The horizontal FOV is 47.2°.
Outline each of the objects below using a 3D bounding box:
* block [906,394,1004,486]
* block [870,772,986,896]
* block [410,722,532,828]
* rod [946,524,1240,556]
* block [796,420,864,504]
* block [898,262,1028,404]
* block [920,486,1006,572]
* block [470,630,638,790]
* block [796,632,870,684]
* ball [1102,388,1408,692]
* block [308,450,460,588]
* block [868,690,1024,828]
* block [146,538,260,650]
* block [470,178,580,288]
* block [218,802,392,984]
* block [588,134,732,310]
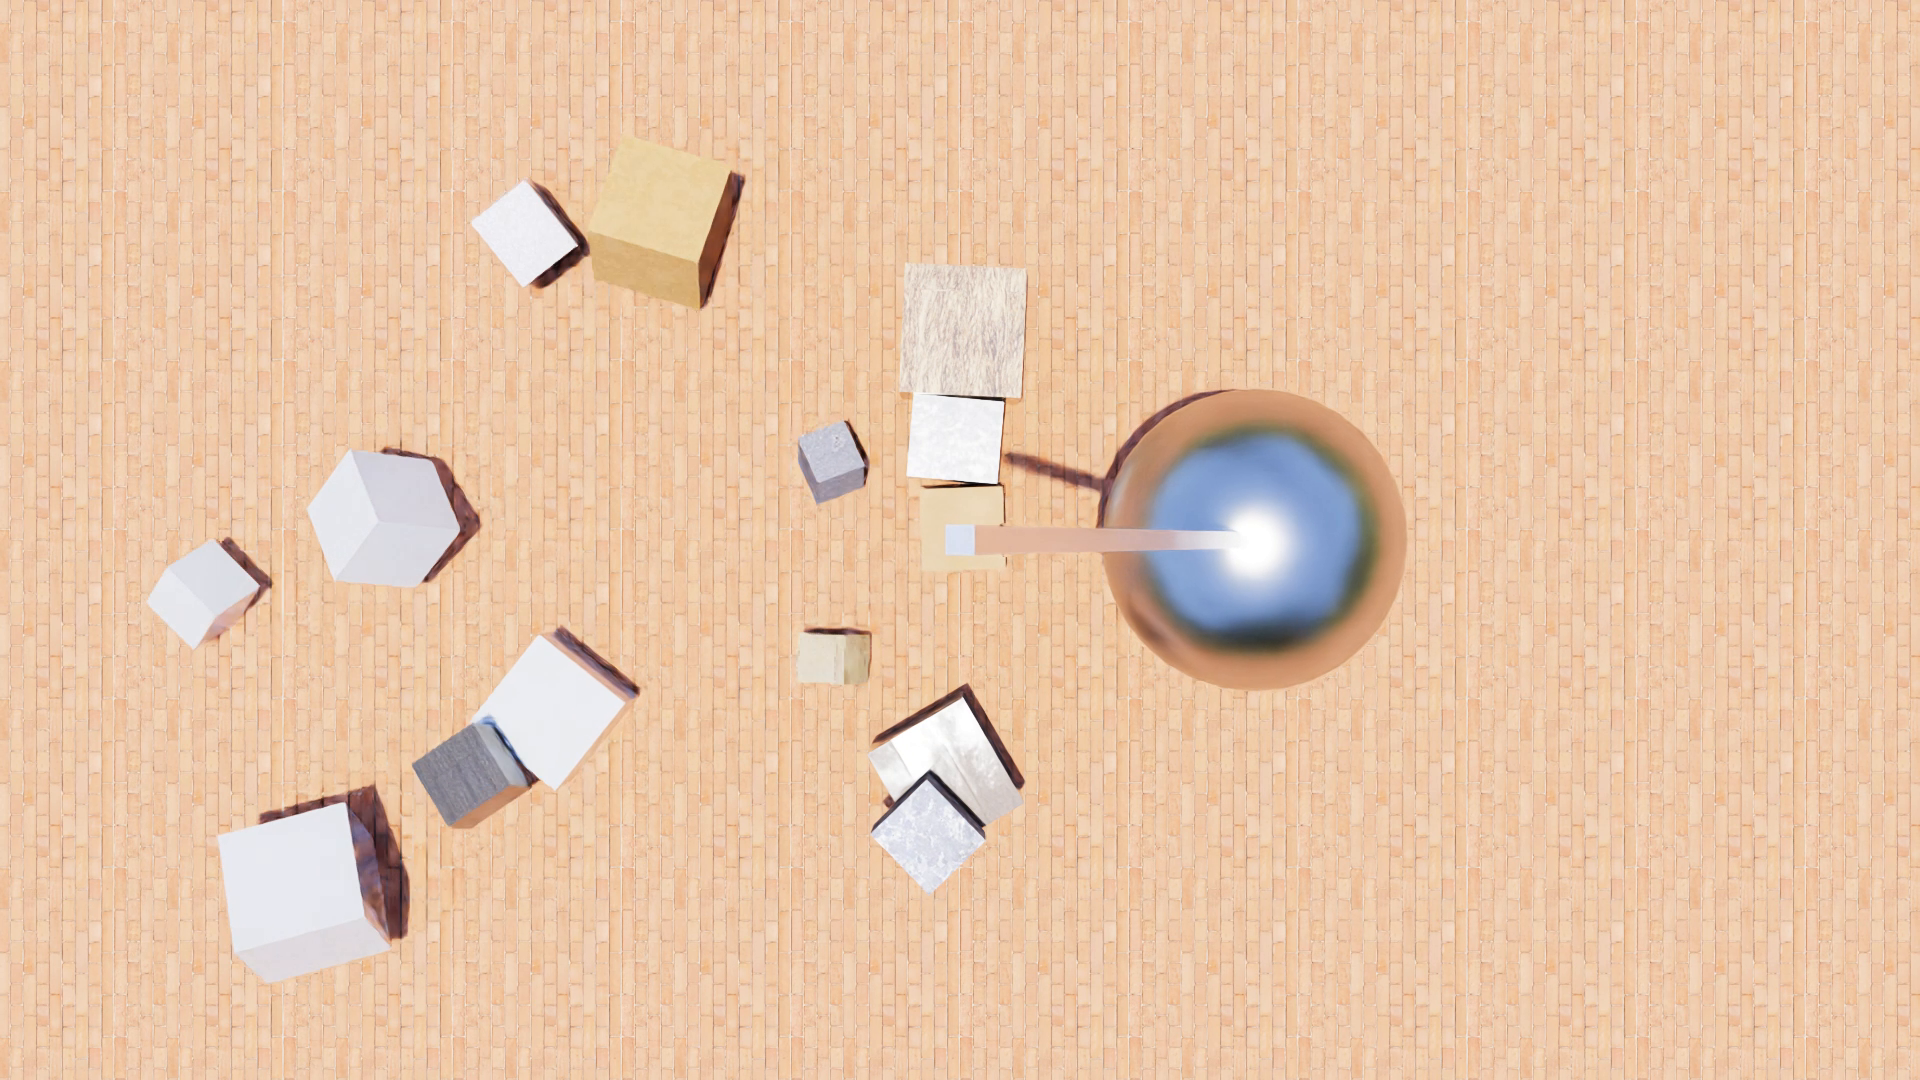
[{"bbox_3d":[-0.026,-0.573,12.730,0.515,0.540,0.466,5,90,0],"label":"block"},{"bbox_3d":[-0.174,1.615,12.135,0.427,0.389,0.461,-44,90,0],"label":"block"},{"bbox_3d":[-2.713,1.314,12.220,0.412,0.368,0.410,-34,79,1],"label":"block"},{"bbox_3d":[0.671,0.000,8.322,0.080,5.200,0.080,0,90,15],"label":"rod"},{"bbox_3d":[-0.752,-0.449,12.771,0.292,0.326,0.307,-21,72,-12],"label":"block"},{"bbox_3d":[0.018,-1.176,12.666,0.686,0.667,0.724,3,90,0],"label":"block"},{"bbox_3d":[0.014,-0.062,12.712,0.472,0.576,0.465,-2,90,0],"label":"block"},{"bbox_3d":[-2.337,0.977,12.725,0.625,0.550,0.635,39,90,0],"label":"block"},{"bbox_3d":[-0.738,0.687,12.772,0.315,0.299,0.279,2,89,26],"label":"block"},{"bbox_3d":[1.549,0.000,11.607,1.600,1.600,1.600,0,90,0],"label":"ball"},{"bbox_3d":[-3.288,-0.117,12.548,0.517,0.543,0.533,-47,57,28],"label":"block"},{"bbox_3d":[-0.080,1.339,12.665,0.626,0.670,0.683,-30,90,0],"label":"block"},{"bbox_3d":[-4.382,0.316,12.738,0.393,0.362,0.385,45,130,0],"label":"block"},{"bbox_3d":[-2.509,-1.778,12.717,0.394,0.465,0.464,-38,103,0],"label":"block"},{"bbox_3d":[-3.725,2.013,12.528,0.721,0.621,0.701,-15,64,-6],"label":"block"},{"bbox_3d":[-1.707,-1.814,12.598,0.642,0.630,0.632,16,71,0],"label":"block"}]
